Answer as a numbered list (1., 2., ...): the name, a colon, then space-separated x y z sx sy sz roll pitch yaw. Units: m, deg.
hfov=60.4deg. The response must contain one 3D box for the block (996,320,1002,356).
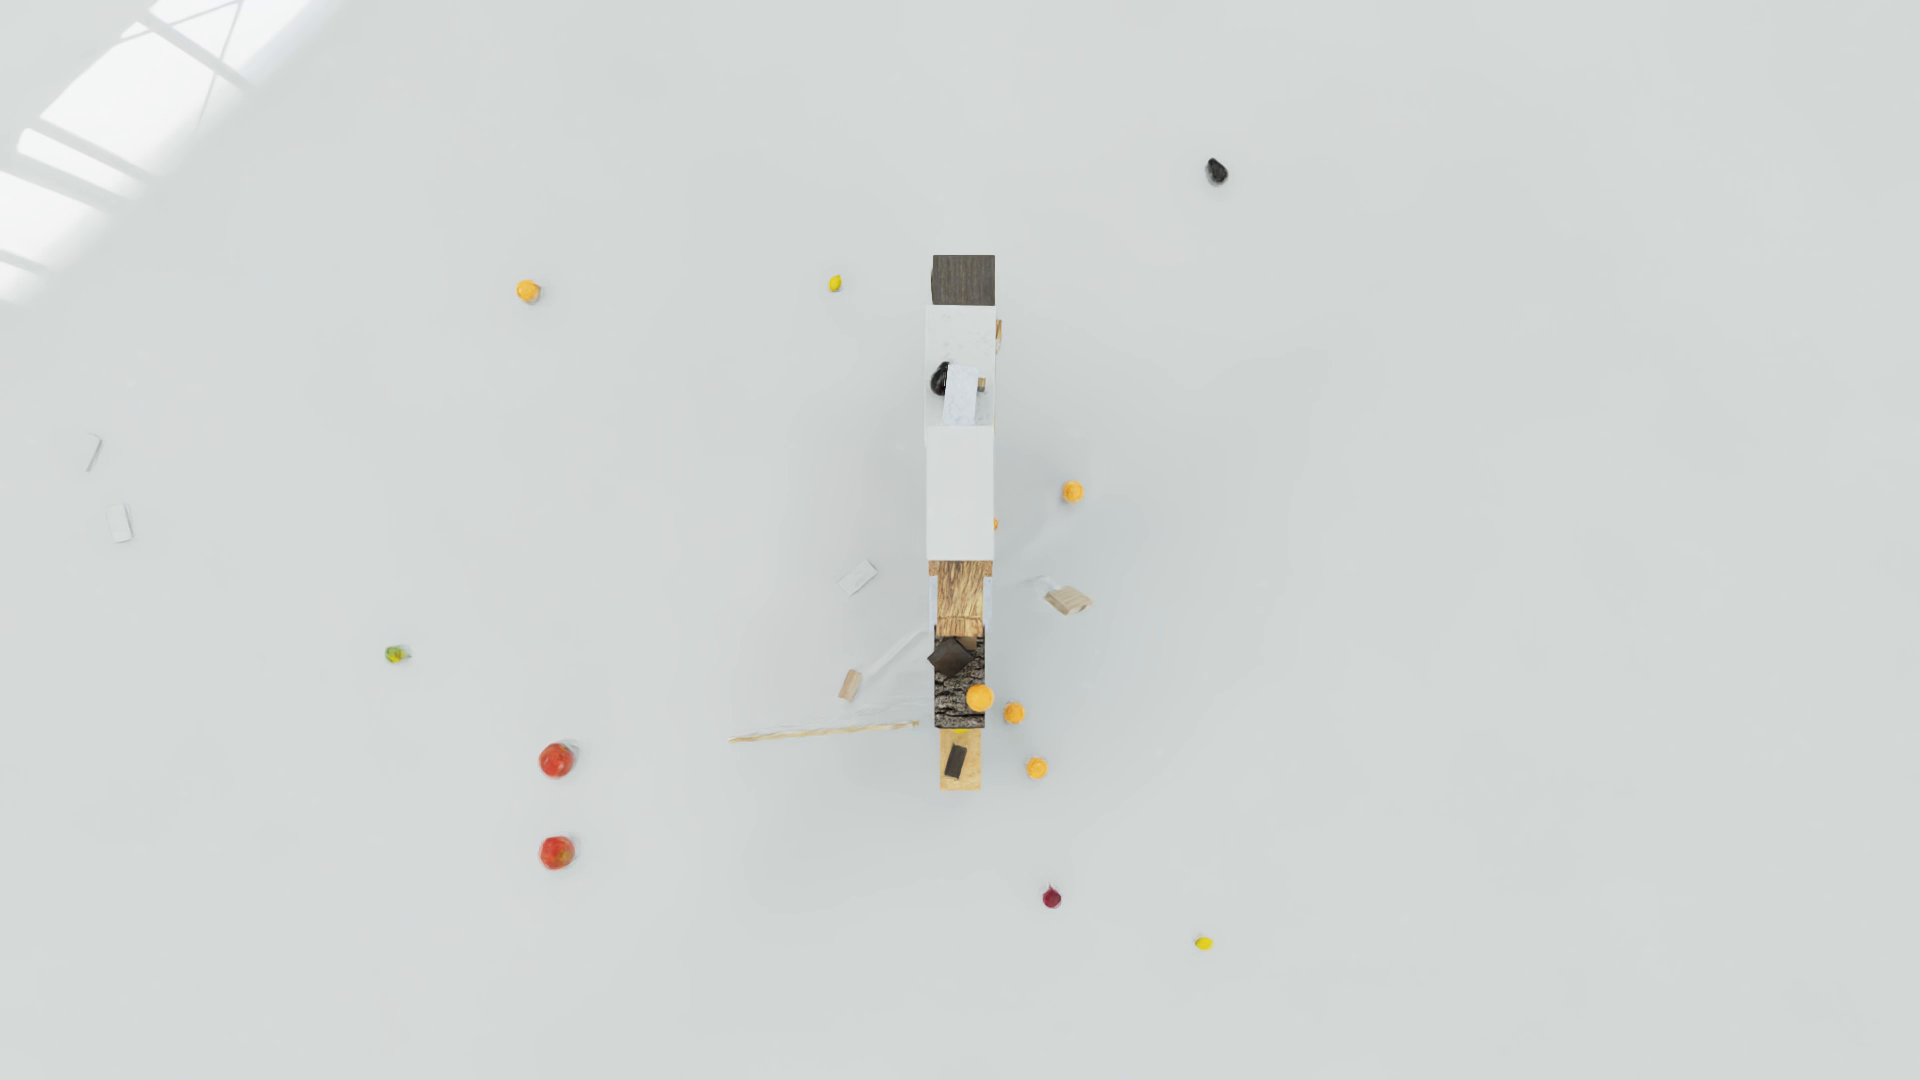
1. block: 0.018 -0.538 4.387 0.176 0.353 0.050 1 90 0

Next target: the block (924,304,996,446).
1. block: 0.000 -0.415 4.185 0.176 0.050 0.353 1 90 0

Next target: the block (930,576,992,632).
1. block: 0.003 0.082 4.607 0.175 0.049 0.349 0 90 0

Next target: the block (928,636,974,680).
1. block: -0.023 0.300 4.198 0.085 0.169 0.024 -41 67 0

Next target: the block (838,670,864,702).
1. block: -0.365 0.485 5.493 0.050 0.014 0.099 23 90 0

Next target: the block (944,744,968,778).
1. block: -0.013 0.697 5.196 0.050 0.014 0.099 17 90 0

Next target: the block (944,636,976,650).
1. block: 0.000 0.249 4.196 0.085 0.169 0.024 -1 73 0

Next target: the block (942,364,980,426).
1. block: 0.001 -0.345 3.998 0.076 0.021 0.151 6 90 0

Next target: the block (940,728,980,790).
1. block: 0.001 0.661 5.222 0.130 0.037 0.259 0 90 0

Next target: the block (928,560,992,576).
1. block: 0.003 -0.069 4.220 0.162 0.046 0.324 1 90 0

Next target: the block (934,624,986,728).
1. block: -0.001 0.354 4.299 0.132 0.037 0.265 0 90 0

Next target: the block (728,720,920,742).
1. block: -0.446 0.619 5.327 0.690 0.050 0.014 -8 93 26

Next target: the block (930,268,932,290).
1. block: 0.004 -0.734 5.056 0.173 0.887 0.049 0 90 0

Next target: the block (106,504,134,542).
1. block: -2.798 -0.056 5.491 0.060 0.017 0.121 -14 90 0

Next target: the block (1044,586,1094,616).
1. block: 0.314 0.176 4.766 0.085 0.169 0.024 39 111 19

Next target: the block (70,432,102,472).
1. block: -2.910 -0.293 5.491 0.060 0.017 0.121 24 90 0

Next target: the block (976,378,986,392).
1. block: 0.025 -0.387 4.085 0.076 0.151 0.021 7 90 0

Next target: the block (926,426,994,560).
1. block: 0.000 -0.108 3.828 0.155 0.044 0.310 0 90 0

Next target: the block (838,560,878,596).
1. block: -0.340 0.125 5.491 0.121 0.017 0.060 -41 90 0

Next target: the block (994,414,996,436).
1. block: 0.002 -0.296 4.389 0.176 0.356 0.050 0 90 0

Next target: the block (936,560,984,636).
1. block: 0.001 0.120 3.961 0.110 0.031 0.220 1 92 0

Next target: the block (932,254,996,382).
1. block: 0.011 -0.617 4.588 0.173 0.049 0.346 0 90 0
